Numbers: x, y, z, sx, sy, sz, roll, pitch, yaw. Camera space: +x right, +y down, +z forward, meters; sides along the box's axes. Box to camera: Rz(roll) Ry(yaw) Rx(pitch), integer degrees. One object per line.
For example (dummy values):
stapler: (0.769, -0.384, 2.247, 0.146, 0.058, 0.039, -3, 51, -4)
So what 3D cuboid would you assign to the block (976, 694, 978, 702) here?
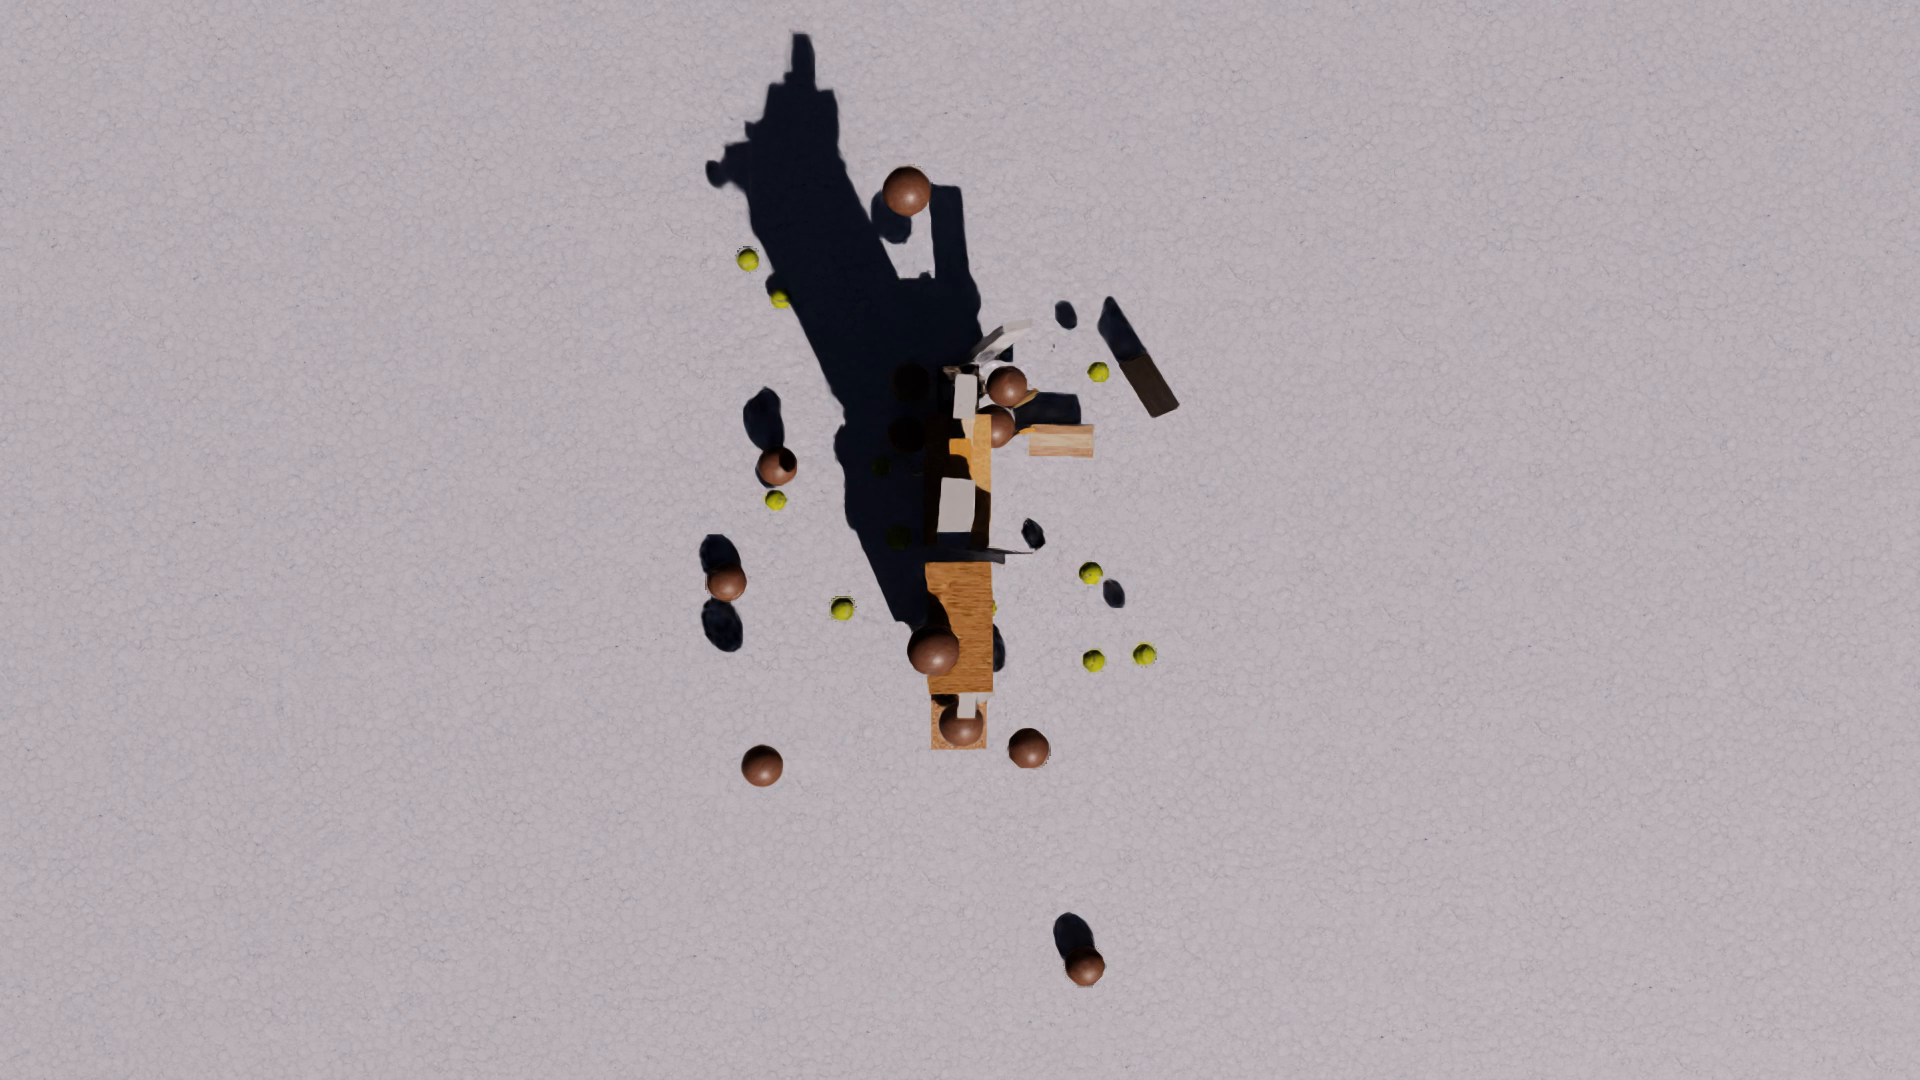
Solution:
block: (0.023, 0.456, 4.621, 0.048, 0.096, 0.014, 6, 114, 4)

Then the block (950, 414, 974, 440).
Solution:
block: (0.007, -0.288, 4.352, 0.057, 0.016, 0.114, 4, 116, -2)

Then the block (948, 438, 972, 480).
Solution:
block: (0.001, -0.203, 4.266, 0.058, 0.016, 0.116, -1, 90, 0)

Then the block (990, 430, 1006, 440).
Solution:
block: (0.112, -0.320, 5.026, 0.045, 0.090, 0.013, -7, 86, -5)

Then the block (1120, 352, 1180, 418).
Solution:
block: (0.616, -0.502, 5.357, 0.208, 0.104, 0.029, 56, 47, -13)

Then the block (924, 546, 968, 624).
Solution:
block: (-0.015, 0.112, 4.511, 0.130, 0.037, 0.259, 8, 91, 1)

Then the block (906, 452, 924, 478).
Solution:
block: (-0.036, -0.237, 4.732, 0.176, 0.577, 0.050, -23, 90, 4)

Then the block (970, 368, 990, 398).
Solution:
block: (0.056, -0.493, 5.175, 0.090, 0.013, 0.045, 57, 50, -33)

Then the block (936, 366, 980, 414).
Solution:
block: (-0.006, -0.415, 5.210, 0.135, 0.038, 0.269, -1, 91, 0)

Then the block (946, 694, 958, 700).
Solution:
block: (0.007, 0.446, 4.761, 0.073, 0.146, 0.021, 12, 79, -5)

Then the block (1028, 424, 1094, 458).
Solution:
block: (0.332, -0.327, 5.410, 0.208, 0.029, 0.104, 2, 103, -2)

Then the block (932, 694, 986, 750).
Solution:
block: (-0.003, 0.452, 4.860, 0.161, 0.046, 0.322, 0, 90, 0)

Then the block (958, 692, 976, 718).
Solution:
block: (0.020, 0.444, 4.565, 0.048, 0.014, 0.096, 4, 95, 4)

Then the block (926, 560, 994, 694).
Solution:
block: (0.000, 0.218, 4.144, 0.164, 0.047, 0.329, -1, 92, 0)

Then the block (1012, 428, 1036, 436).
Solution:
block: (0.199, -0.339, 5.177, 0.052, 0.104, 0.015, -12, 92, -11)

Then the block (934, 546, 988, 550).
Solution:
block: (0.003, -0.025, 4.814, 0.162, 0.046, 0.324, 0, 90, 0)

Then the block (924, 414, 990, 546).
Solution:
block: (-0.008, -0.159, 4.412, 0.176, 0.050, 0.353, 0, 90, 0)

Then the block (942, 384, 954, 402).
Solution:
block: (-0.005, -0.465, 5.183, 0.103, 0.015, 0.052, -4, 91, 0)

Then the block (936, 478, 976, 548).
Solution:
block: (-0.010, -0.070, 4.202, 0.086, 0.024, 0.173, 5, 87, 0)

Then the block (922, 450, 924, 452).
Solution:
block: (-0.069, -0.270, 4.980, 0.045, 0.090, 0.013, -25, 73, 36)

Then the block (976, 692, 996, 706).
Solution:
block: (0.036, 0.392, 4.680, 0.073, 0.021, 0.146, -29, 90, -3)

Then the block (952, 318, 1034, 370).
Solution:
block: (0.093, -0.608, 5.241, 0.104, 0.515, 0.029, -15, 86, -21)

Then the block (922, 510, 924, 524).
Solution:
block: (-0.011, -0.049, 4.613, 0.176, 0.353, 0.050, -4, 87, 0)

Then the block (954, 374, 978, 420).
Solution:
block: (0.015, -0.374, 4.307, 0.057, 0.016, 0.114, 4, 89, 1)

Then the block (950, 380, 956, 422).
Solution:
block: (0.008, -0.364, 4.351, 0.057, 0.016, 0.114, 6, 111, -8)

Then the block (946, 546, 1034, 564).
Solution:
block: (0.075, 0.038, 4.350, 0.086, 0.280, 0.024, -3, 96, -34)

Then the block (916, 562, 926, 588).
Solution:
block: (-0.023, 0.102, 4.328, 0.164, 0.328, 0.047, 10, 92, 1)

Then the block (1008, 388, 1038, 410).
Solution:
block: (0.203, -0.454, 5.325, 0.103, 0.052, 0.015, -29, 75, -32)

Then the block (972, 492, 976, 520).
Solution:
block: (-0.005, -0.096, 4.301, 0.086, 0.173, 0.024, 1, 67, 0)
